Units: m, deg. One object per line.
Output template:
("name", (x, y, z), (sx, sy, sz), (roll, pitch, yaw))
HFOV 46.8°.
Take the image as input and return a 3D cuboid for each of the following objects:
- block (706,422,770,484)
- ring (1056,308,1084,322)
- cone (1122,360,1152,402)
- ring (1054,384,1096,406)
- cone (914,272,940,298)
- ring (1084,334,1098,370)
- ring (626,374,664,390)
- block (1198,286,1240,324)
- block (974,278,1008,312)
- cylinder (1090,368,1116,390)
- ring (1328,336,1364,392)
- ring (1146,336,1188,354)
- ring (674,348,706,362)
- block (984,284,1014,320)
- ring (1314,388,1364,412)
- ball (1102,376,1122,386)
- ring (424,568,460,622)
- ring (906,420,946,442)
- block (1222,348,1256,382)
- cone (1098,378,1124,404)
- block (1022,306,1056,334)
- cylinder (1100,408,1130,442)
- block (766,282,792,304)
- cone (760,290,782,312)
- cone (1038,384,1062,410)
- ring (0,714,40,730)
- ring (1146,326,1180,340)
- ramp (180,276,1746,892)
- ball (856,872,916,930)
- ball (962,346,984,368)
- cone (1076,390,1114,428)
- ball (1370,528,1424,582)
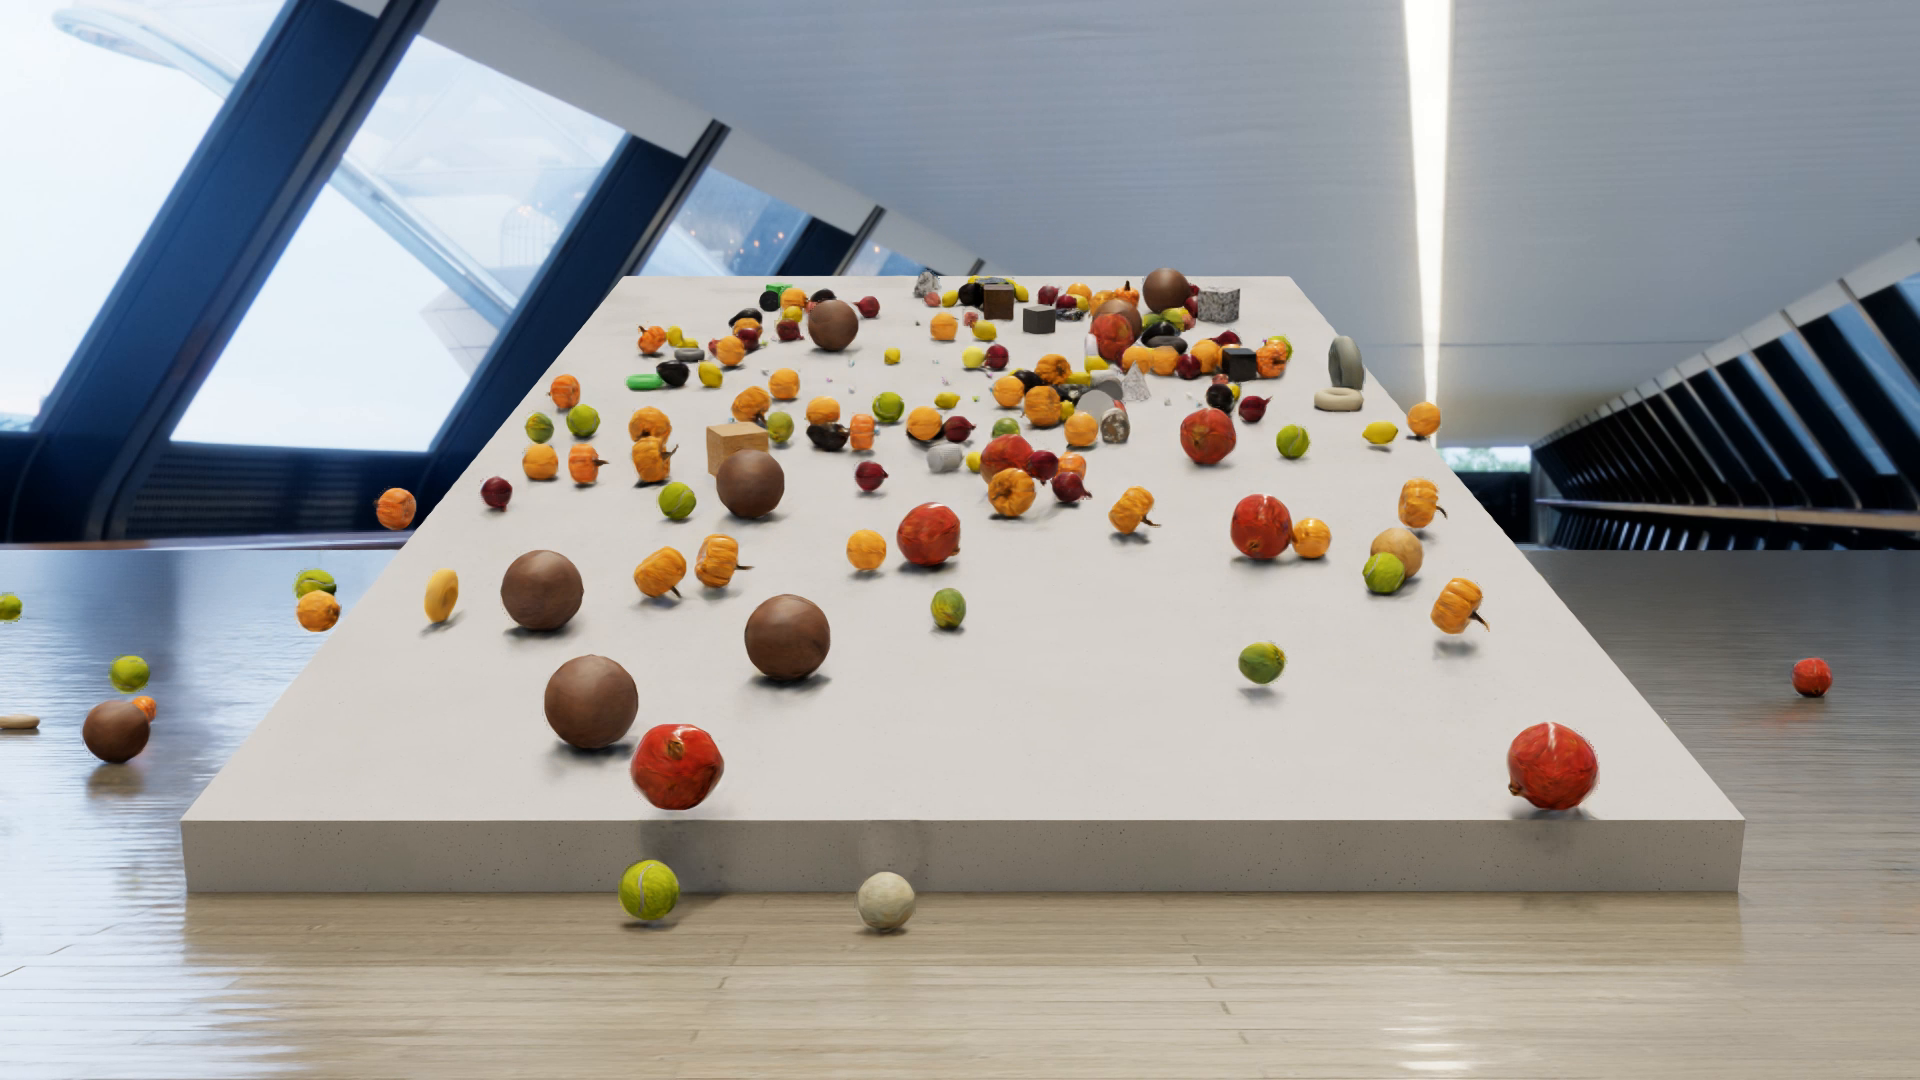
("block", (-0.445, -0.176, 4.443), (0.095, 0.095, 0.095), (-8, 18, -25))
("ring", (0.296, -0.611, 6.012), (0.083, 0.028, 0.083), (0, 16, 0))
("cone", (0.402, -0.373, 5.114), (0.088, 0.088, 0.088), (0, 17, 0))
("ring", (0.262, -0.331, 5.065), (0.109, 0.036, 0.109), (1, 17, 0))
("cone", (-0.113, -0.719, 6.355), (0.077, 0.077, 0.077), (0, -14, -38))
("ring", (0.319, -0.455, 5.381), (0.030, 0.089, 0.089), (-3, 0, 1))
("ring", (-0.739, -0.372, 5.211), (0.087, 0.029, 0.087), (-1, 16, 0))
("block", (0.701, -0.638, 6.007), (0.083, 0.083, 0.083), (11, 20, 32))
("block", (0.088, -0.681, 6.157), (0.078, 0.078, 0.078), (-4, 17, -12))
("cylinder", (0.333, -0.368, 5.149), (0.057, 0.057, 0.057), (-6, -1, 8))
("ring", (0.887, -0.396, 5.099), (0.049, 0.147, 0.147), (-8, 1, -7))
("ring", (0.523, -0.492, 5.604), (0.104, 0.035, 0.104), (1, 16, 0))
("ring", (-0.672, -0.460, 5.510), (0.078, 0.026, 0.078), (1, 17, 0))
("block", (0.105, -0.649, 6.045), (0.081, 0.081, 0.081), (0, 17, 0))
("ring", (0.858, -0.318, 5.023), (0.112, 0.037, 0.112), (0, 18, 0))
("ball", (0.346, -0.349, 5.092), (0.054, 0.054, 0.054), (0, 0, 0))
("ring", (-0.832, 0.088, 3.560), (0.029, 0.088, 0.088), (15, 3, 10))
("ring", (-0.072, -0.234, 4.749), (0.086, 0.029, 0.086), (-3, 20, 1))
("block", (0.668, -0.420, 5.308), (0.066, 0.066, 0.066), (-3, 17, -9))
("cone", (0.331, -0.326, 5.061), (0.064, 0.064, 0.064), (0, -21, -23))
("block", (0.209, -0.580, 5.850), (0.062, 0.062, 0.062), (-12, 20, -34))
("cylinder", (0.331, -0.244, 4.731), (0.062, 0.062, 0.062), (0, 17, 3))
("block", (-0.510, -0.694, 6.243), (0.051, 0.051, 0.051), (-15, 22, -41))
("cone", (-0.525, -0.653, 6.149), (0.061, 0.061, 0.061), (0, -10, -2))
("cone", (0.205, -0.328, 5.017), (0.057, 0.057, 0.057), (0, 17, 0))
("ring", (-2.288, 0.442, 5.389), (0.098, 0.033, 0.098), (1, 1, 0))
("ring", (0.526, -0.531, 5.744), (0.090, 0.030, 0.090), (0, 18, 0))
("ramp", (-0.003, -0.170, 4.762), (2.000, 0.100, 4.000), (0, 17, 0))
("ball", (-0.086, 0.419, 2.573), (0.067, 0.067, 0.067), (0, 0, 0))
("ball", (0.032, -0.445, 5.411), (0.055, 0.055, 0.055), (0, 0, 0))
("cone", (0.298, -0.279, 4.887), (0.084, 0.084, 0.084), (0, -10, 3))
("ball", (0.745, 0.025, 3.786), (0.091, 0.091, 0.091), (0, 0, 0))
